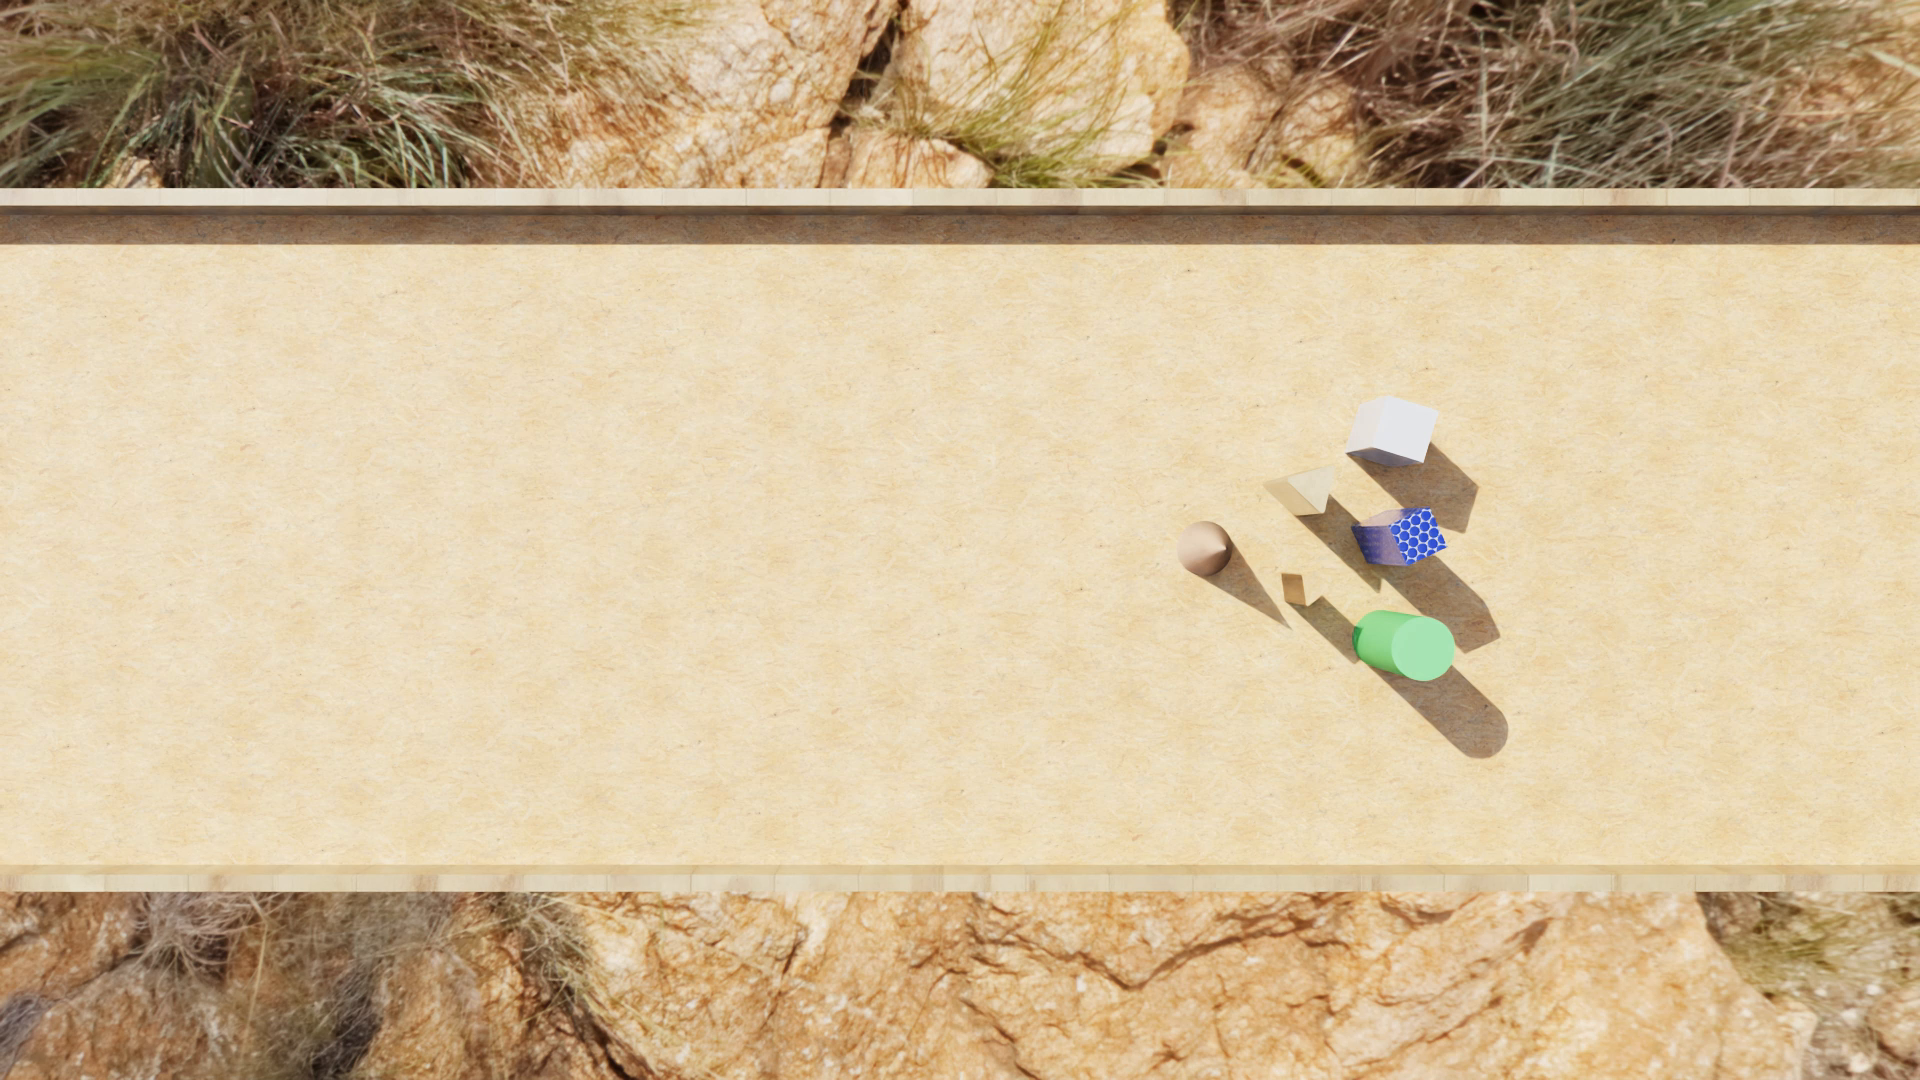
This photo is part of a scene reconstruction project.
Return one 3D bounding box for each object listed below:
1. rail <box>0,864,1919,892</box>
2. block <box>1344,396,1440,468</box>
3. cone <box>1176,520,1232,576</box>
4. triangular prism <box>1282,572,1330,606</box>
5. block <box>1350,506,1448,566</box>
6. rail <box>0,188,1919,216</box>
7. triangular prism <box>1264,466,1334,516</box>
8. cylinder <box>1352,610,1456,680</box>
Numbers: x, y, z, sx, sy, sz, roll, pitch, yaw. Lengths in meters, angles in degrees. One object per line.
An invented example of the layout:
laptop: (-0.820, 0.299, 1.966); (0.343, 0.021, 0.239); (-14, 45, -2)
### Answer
rail: (-2.247, 1.025, 5.001); (12.000, 0.150, 0.050); (0, 90, 0)
block: (1.280, -0.320, 4.908); (0.155, 0.336, 0.155); (17, 90, 0)
cone: (0.752, 0.026, 4.870); (0.170, 0.414, 0.170); (0, 90, 0)
triangular prism: (1.013, 0.130, 4.918); (0.091, 0.316, 0.079); (-38, 90, 0)
block: (1.284, -0.010, 4.848); (0.125, 0.456, 0.125); (-25, 90, 0)
rail: (-2.247, -1.025, 5.002); (12.000, 0.150, 0.050); (0, 90, 0)
triangular prism: (1.022, -0.168, 4.881); (0.140, 0.391, 0.122); (44, 90, 0)
cylinder: (1.297, 0.305, 4.848); (0.179, 0.457, 0.179); (0, 90, 0)
